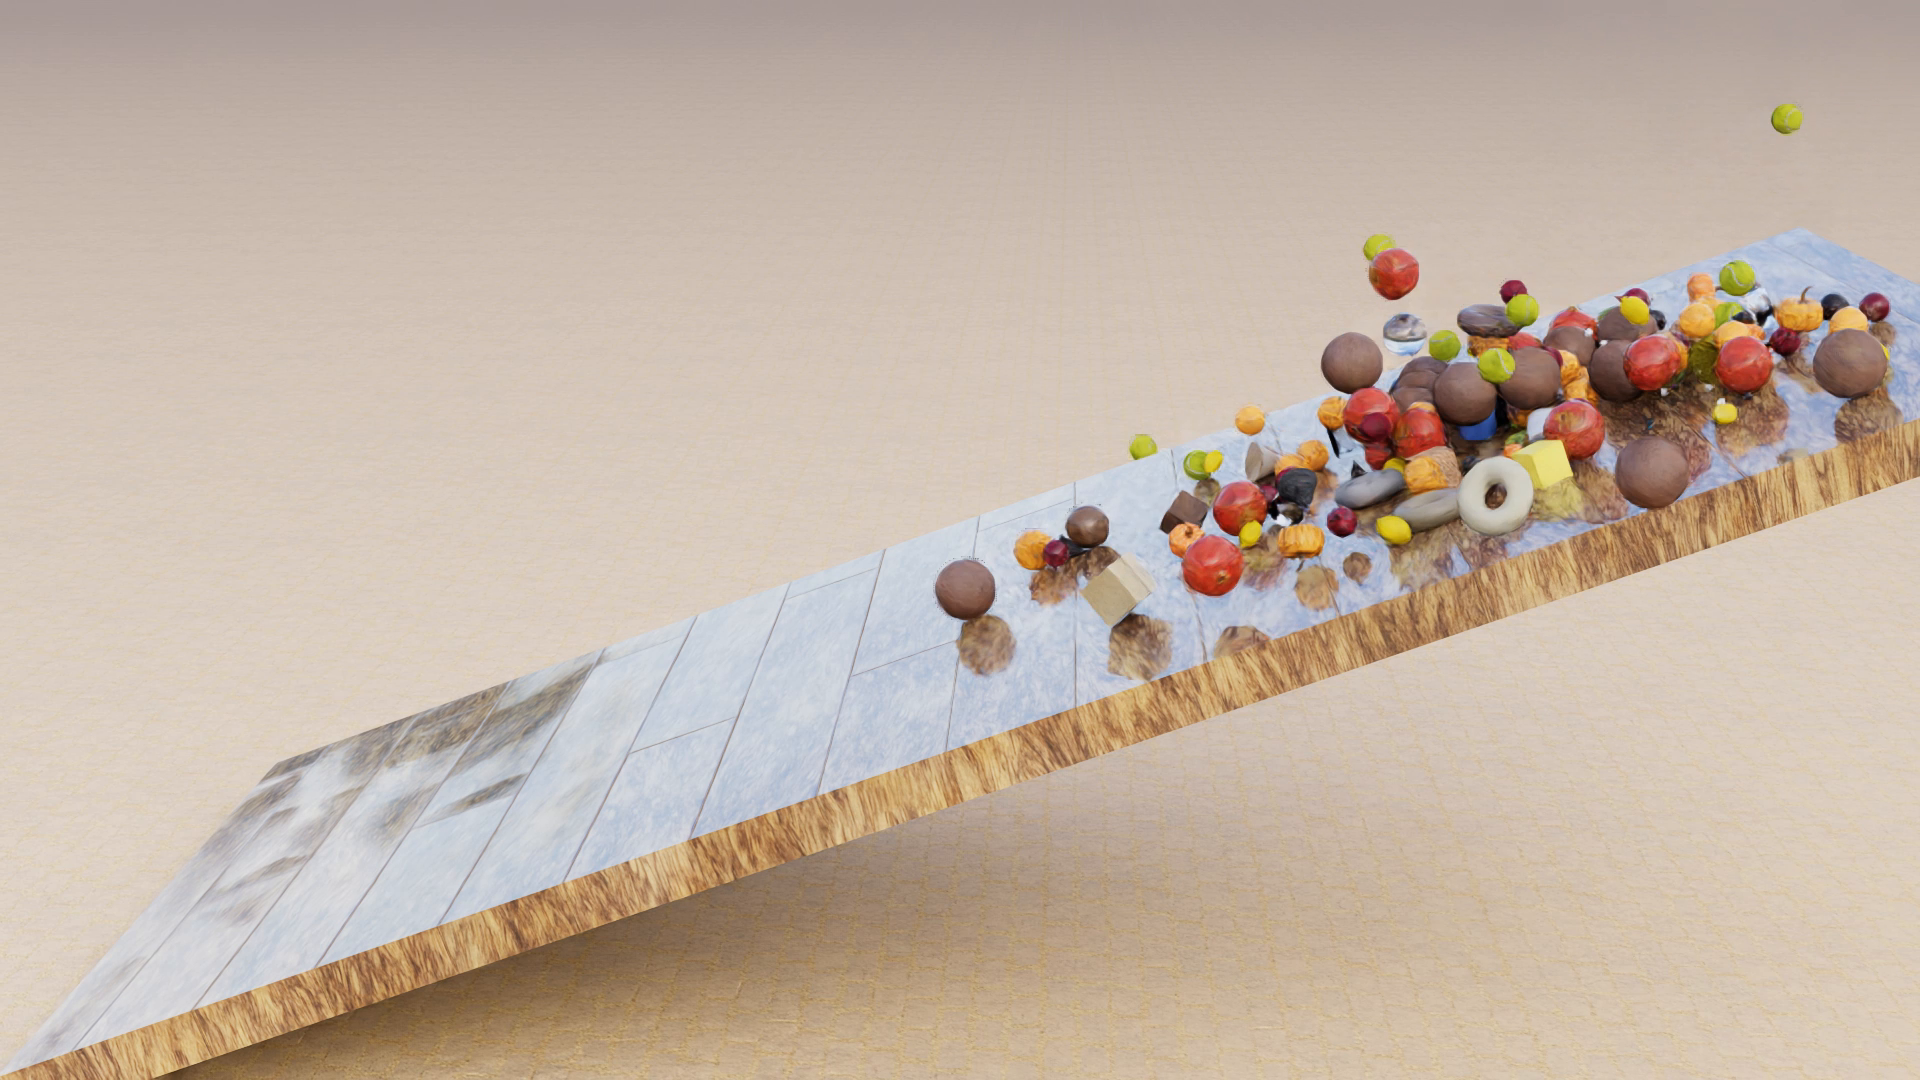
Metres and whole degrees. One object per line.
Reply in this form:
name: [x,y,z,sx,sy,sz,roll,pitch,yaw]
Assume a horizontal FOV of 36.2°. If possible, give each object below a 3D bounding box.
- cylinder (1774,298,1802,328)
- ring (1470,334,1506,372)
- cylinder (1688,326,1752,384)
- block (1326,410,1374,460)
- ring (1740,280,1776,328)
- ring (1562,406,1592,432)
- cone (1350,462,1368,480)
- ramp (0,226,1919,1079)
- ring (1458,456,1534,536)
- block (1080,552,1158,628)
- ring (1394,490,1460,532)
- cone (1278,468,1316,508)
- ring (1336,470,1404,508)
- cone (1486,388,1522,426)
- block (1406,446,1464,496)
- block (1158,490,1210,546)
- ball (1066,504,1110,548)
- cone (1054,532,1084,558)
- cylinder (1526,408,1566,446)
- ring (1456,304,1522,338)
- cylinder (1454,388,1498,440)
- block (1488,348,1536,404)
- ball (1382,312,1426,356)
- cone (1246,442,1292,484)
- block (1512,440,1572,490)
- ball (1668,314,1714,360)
cylinder: [1.717,-0.471,6.104,0.055,0.055,0.055,4,-3,18]
ring: [1.191,-0.432,6.624,0.042,0.125,0.125,-22,17,-10]
cylinder: [1.523,-0.372,5.895,0.091,0.091,0.091,-29,28,-36]
block: [0.856,-0.231,6.450,0.077,0.077,0.077,-17,12,20]
ring: [1.670,-0.493,6.152,0.037,0.112,0.112,-31,5,16]
ring: [1.239,-0.245,5.960,0.090,0.030,0.090,-21,11,4]
cone: [0.823,-0.133,6.068,0.070,0.070,0.070,-20,11,4]
ramp: [0.115,0.177,6.298,4.000,0.100,2.000,-19,11,6]
ring: [0.963,-0.078,5.289,0.146,0.146,0.049,11,-5,39]
block: [0.311,0.097,5.757,0.090,0.090,0.090,-44,-6,36]
ring: [0.899,-0.056,5.634,0.143,0.048,0.143,-19,12,4]
cone: [0.651,-0.083,5.586,0.078,0.078,0.078,-3,36,-12]
ring: [0.830,-0.103,5.965,0.146,0.049,0.146,-19,7,2]
cone: [1.136,-0.262,6.143,0.093,0.093,0.093,17,21,41]
block: [0.944,-0.136,5.851,0.076,0.076,0.076,-23,11,-9]
block: [0.469,-0.046,6.151,0.069,0.069,0.069,33,56,10]
ball: [0.281,-0.029,6.467,0.097,0.097,0.097,0,13,0]
cone: [0.249,0.023,6.451,0.066,0.066,0.066,33,20,9]
cylinder: [1.150,-0.208,5.768,0.073,0.073,0.073,2,44,11]
ring: [1.130,-0.466,6.272,0.141,0.047,0.141,2,20,-1]
cylinder: [1.068,-0.261,6.089,0.080,0.080,0.080,-11,32,7]
block: [1.149,-0.342,6.128,0.068,0.068,0.068,-36,54,-11]
ball: [0.979,-0.452,6.478,0.097,0.097,0.097,0,13,0]
cone: [0.695,-0.169,6.531,0.094,0.094,0.094,4,11,-15]
block: [1.110,-0.144,5.611,0.071,0.071,0.071,-25,12,-19]
ball: [1.524,-0.423,6.127,0.094,0.094,0.094,0,13,0]
